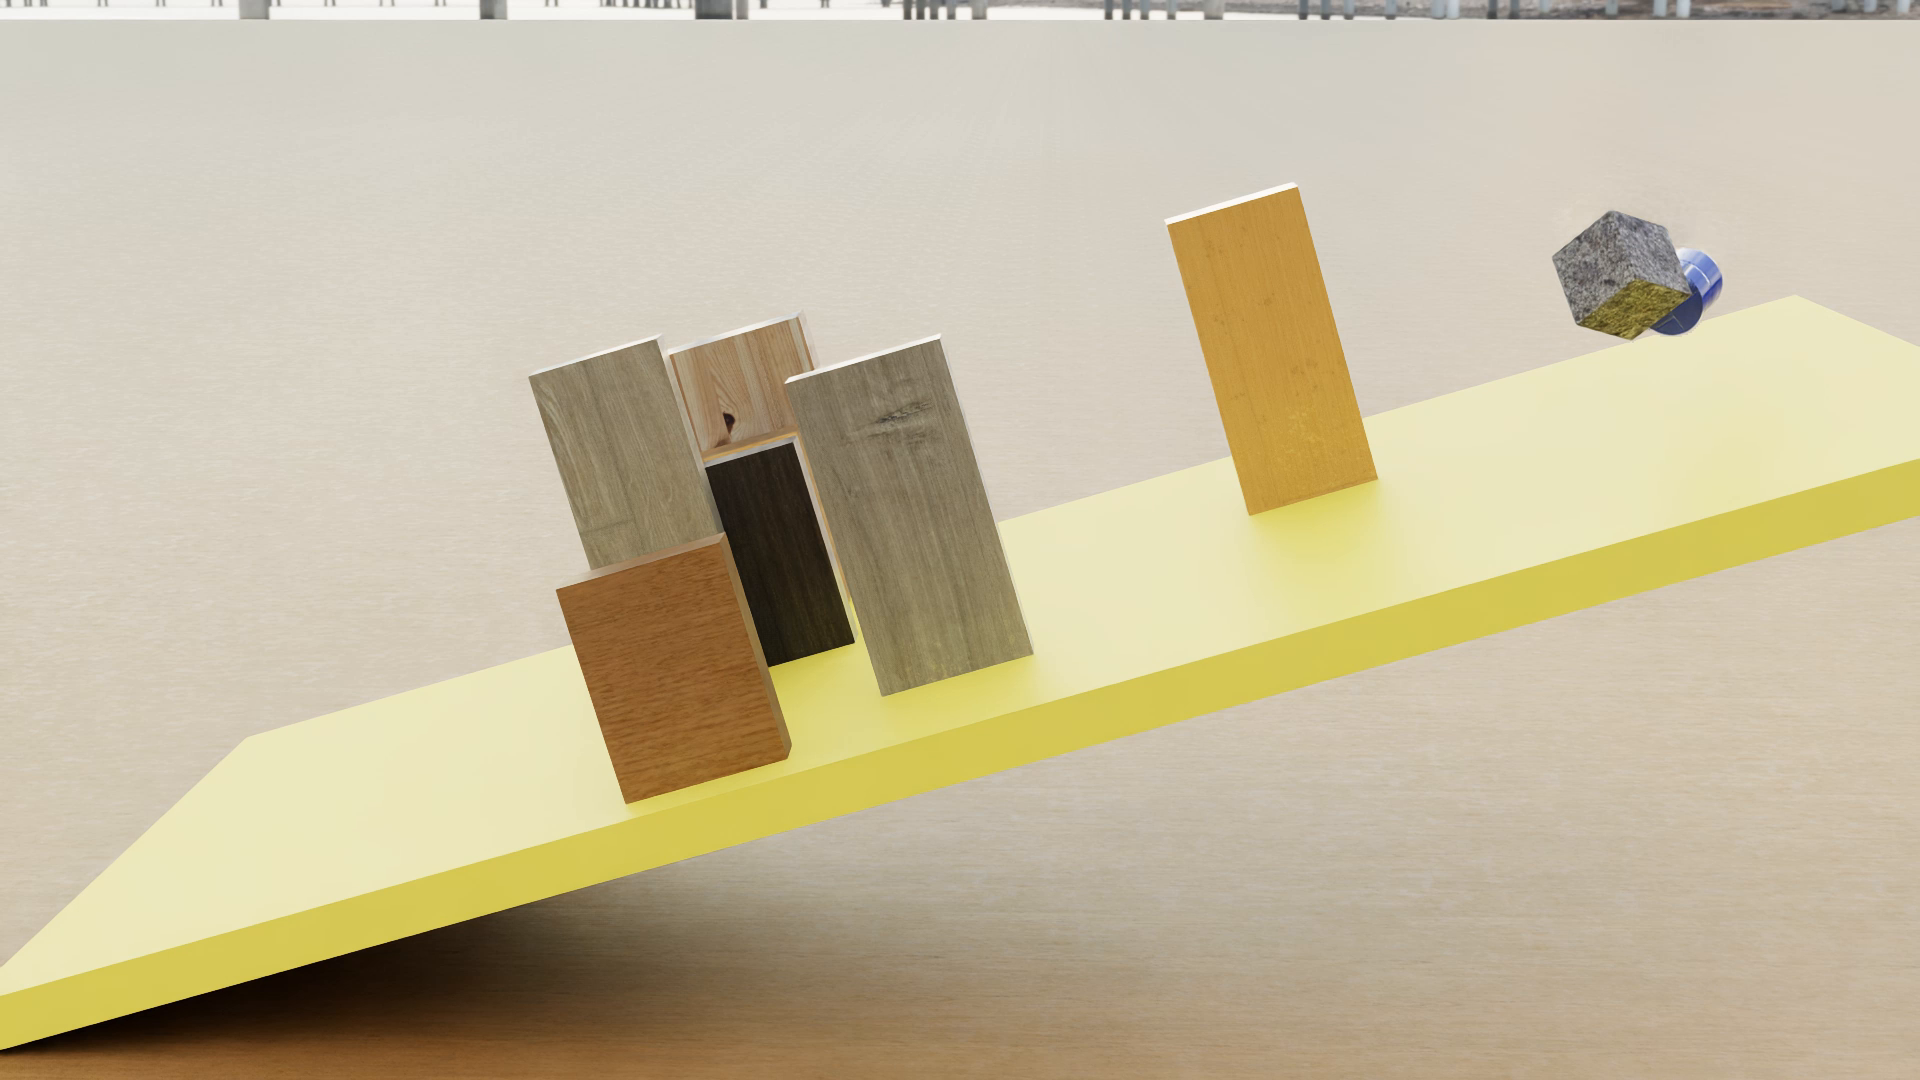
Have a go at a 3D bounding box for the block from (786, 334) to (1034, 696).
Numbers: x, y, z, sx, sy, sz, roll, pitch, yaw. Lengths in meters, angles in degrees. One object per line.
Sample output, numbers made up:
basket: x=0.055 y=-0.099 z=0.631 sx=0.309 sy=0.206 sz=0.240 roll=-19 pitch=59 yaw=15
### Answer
block: x=-0.095 y=-0.047 z=5.734 sx=0.310 sy=0.645 sz=0.081 roll=-16 pitch=10 yaw=5

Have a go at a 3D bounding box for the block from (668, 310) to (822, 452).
block: x=-0.487 y=-0.176 z=7.081 sx=0.419 sy=0.652 sz=0.149 roll=-16 pitch=10 yaw=5

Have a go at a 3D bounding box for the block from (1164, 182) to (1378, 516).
block: x=0.681 y=-0.418 z=6.443 sx=0.292 sy=0.664 sz=0.136 roll=-16 pitch=10 yaw=5

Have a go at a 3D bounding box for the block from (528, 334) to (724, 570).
block: x=-0.640 y=-0.017 z=6.110 sx=0.277 sy=0.771 sz=0.090 roll=-16 pitch=10 yaw=5

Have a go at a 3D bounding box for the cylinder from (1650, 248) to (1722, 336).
cylinder: x=1.561 y=-0.540 z=6.386 sx=0.149 sy=0.149 sz=0.149 roll=6 pitch=26 yaw=30

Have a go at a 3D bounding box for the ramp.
ramp: x=0.091 y=0.187 z=6.320 sx=4.000 sy=0.100 sz=2.000 roll=-16 pitch=10 yaw=5

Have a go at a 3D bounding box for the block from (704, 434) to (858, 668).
block: x=-0.491 y=0.055 z=6.385 sx=0.421 sy=0.457 sz=0.101 roll=-16 pitch=10 yaw=5

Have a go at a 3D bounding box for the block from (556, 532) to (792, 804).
block: x=-0.533 y=0.240 z=5.514 sx=0.318 sy=0.428 sz=0.108 roll=-16 pitch=10 yaw=5

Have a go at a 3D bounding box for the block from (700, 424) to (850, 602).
block: x=-0.454 y=-0.026 z=6.884 sx=0.290 sy=0.418 sz=0.128 roll=-16 pitch=10 yaw=5

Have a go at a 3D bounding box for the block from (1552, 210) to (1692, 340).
block: x=1.374 y=-0.549 z=6.110 sx=0.174 sy=0.174 sz=0.174 roll=11 pitch=-37 yaw=-36
